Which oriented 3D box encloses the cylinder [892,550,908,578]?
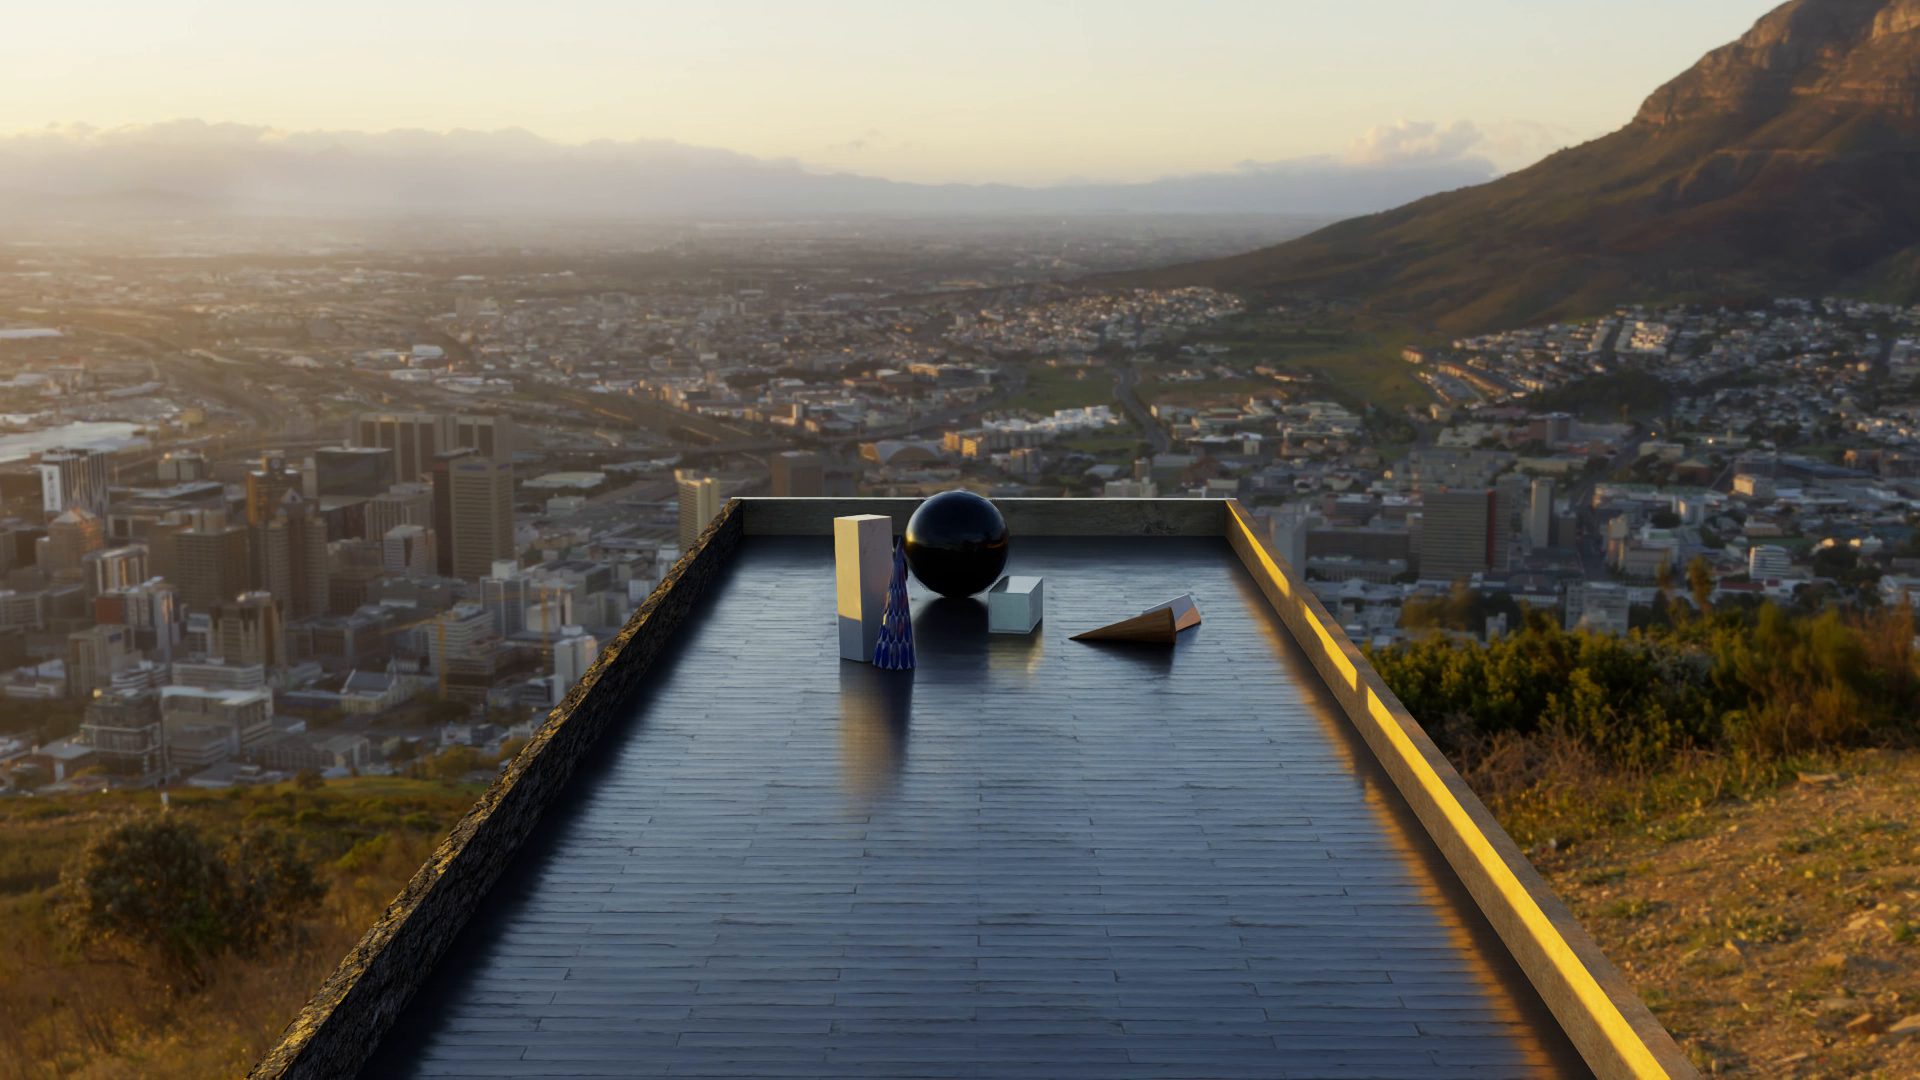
[{"bbox_3d":[-0.300,0.088,7.960,0.155,0.155,0.371,-2,9,-13],"label":"cylinder"}]

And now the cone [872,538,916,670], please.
[{"bbox_3d":[-0.189,0.176,6.589,0.133,0.402,0.133,3,12,-1],"label":"cone"}]

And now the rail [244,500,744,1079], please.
[{"bbox_3d":[-1.004,0.839,3.234,0.050,0.150,12.000,0,9,1],"label":"rail"}]

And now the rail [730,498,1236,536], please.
[{"bbox_3d":[0.099,-0.098,9.147,2.100,0.150,0.050,0,9,1],"label":"rail"}]

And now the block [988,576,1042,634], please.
[{"bbox_3d":[0.185,0.212,7.250,0.132,0.132,0.308,2,9,10],"label":"block"}]

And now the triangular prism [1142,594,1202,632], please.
[{"bbox_3d":[0.673,0.244,7.166,0.103,0.089,0.339,6,11,29],"label":"triangular prism"}]

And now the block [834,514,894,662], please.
[{"bbox_3d":[-0.288,0.144,6.706,0.125,0.429,0.125,-7,8,-37],"label":"block"}]

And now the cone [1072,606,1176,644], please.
[{"bbox_3d":[0.506,0.291,6.985,0.342,0.118,0.118,-8,7,14],"label":"cone"}]

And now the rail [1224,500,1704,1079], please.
[{"bbox_3d":[1.046,0.843,3.208,0.050,0.150,12.000,0,9,1],"label":"rail"}]

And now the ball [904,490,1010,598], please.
[{"bbox_3d":[-0.011,0.013,7.728,0.376,0.376,0.376,0,9,0],"label":"ball"}]
